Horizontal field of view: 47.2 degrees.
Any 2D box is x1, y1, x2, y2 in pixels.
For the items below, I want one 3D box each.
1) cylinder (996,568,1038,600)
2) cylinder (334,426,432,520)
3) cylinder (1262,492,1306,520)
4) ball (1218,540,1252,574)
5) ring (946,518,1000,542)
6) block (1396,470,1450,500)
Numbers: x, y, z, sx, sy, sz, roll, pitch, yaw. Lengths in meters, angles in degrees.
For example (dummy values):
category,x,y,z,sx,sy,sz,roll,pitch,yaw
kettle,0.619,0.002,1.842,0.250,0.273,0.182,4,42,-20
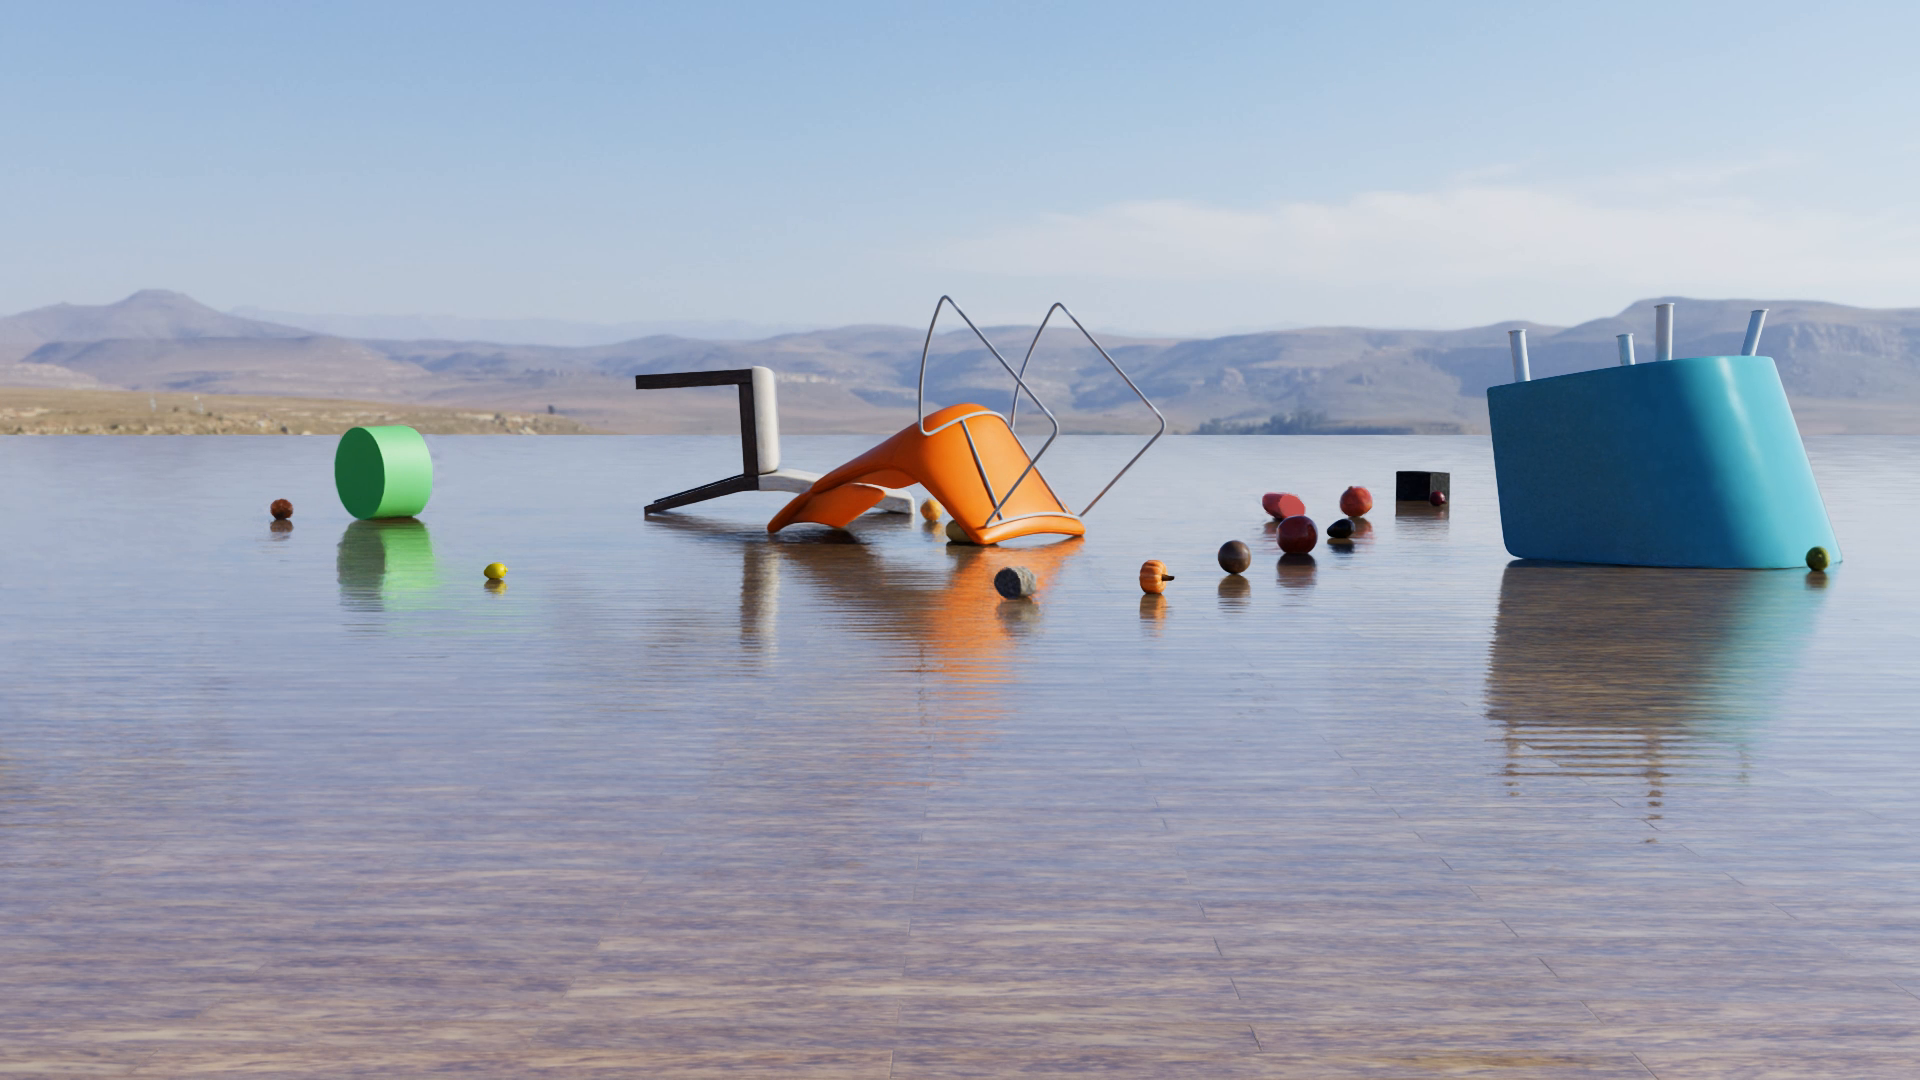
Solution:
category,x,y,z,sx,sy,sz,roll,pitch,yaw
cylinder,0.121,0.093,4.723,0.075,0.064,0.052,20,16,39
cylinder,-2.004,-0.235,7.651,0.243,0.318,0.222,-4,1,32
cylinder,1.114,-0.115,7.572,0.104,0.077,0.180,41,-4,-11
ball,0.667,0.041,5.339,0.083,0.083,0.083,0,4,0
ring,0.038,-0.030,6.531,0.162,0.063,0.160,-4,4,-30
block,1.882,-0.221,8.946,0.100,0.113,0.218,-2,4,-27
